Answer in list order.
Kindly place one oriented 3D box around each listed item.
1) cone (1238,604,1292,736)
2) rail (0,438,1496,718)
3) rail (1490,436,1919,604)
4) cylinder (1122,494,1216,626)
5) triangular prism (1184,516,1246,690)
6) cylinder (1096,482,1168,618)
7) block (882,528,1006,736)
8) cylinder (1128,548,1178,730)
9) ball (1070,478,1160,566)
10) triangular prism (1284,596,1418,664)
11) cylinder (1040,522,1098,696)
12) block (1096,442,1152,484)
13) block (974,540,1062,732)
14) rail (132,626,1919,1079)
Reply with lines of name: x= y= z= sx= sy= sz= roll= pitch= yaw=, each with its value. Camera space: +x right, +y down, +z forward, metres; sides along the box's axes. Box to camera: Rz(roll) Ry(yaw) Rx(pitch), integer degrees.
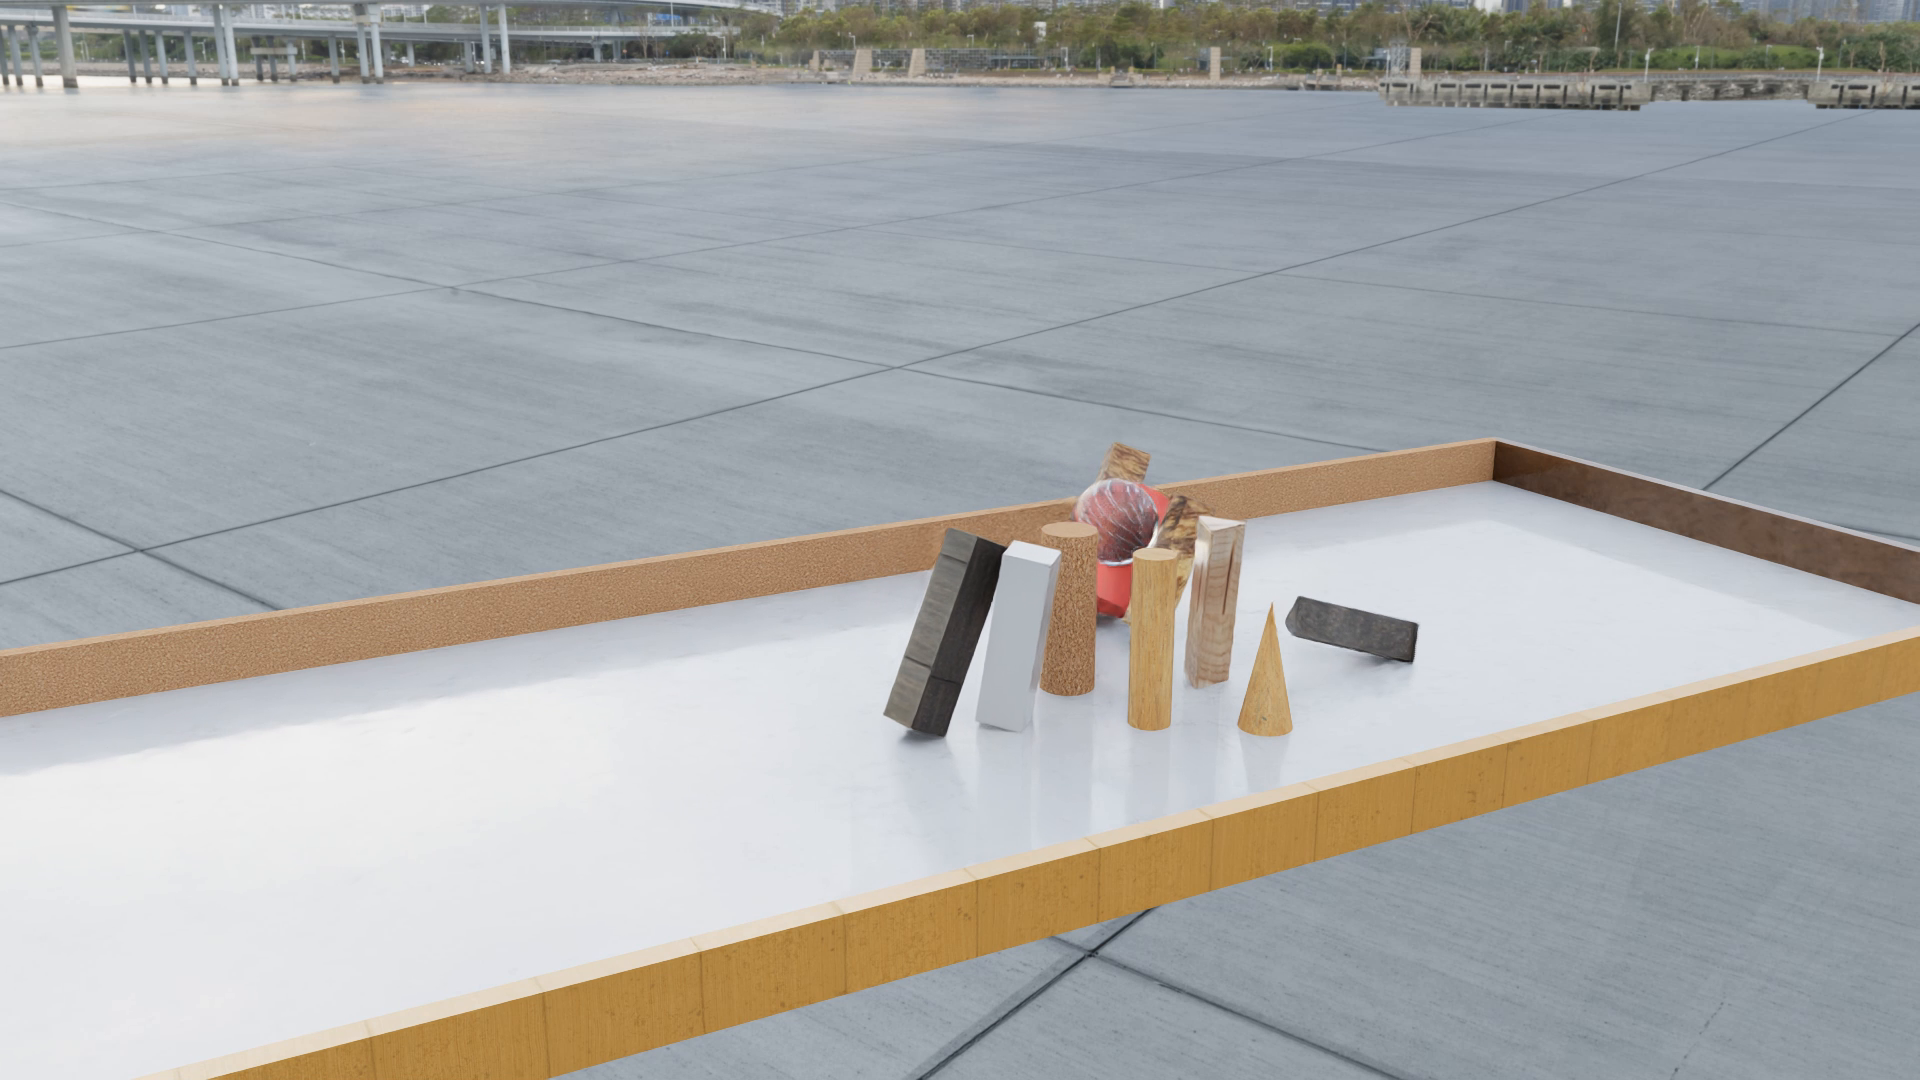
cone: x=0.716 y=0.288 z=3.828 sx=0.129 sy=0.309 sz=0.129 roll=0 pitch=16 yaw=0
rail: x=-3.305 y=0.497 z=3.399 sx=12.000 sy=0.150 sz=0.050 roll=-9 pitch=18 yaw=-27
rail: x=2.466 y=-0.048 z=5.253 sx=0.050 sy=0.150 sz=2.100 roll=-9 pitch=18 yaw=-27
cylinder: x=0.560 y=0.072 z=4.427 sx=0.123 sy=0.372 sz=0.123 roll=22 pitch=-2 yaw=1
triangular prism: x=0.610 y=0.150 z=4.093 sx=0.116 sy=0.417 sz=0.100 roll=-12 pitch=24 yaw=-36
cylinder: x=0.451 y=0.026 z=4.609 sx=0.159 sy=0.347 sz=0.159 roll=20 pitch=-15 yaw=6
block: x=-0.030 y=0.213 z=3.810 sx=0.108 sy=0.460 sz=0.108 roll=20 pitch=-1 yaw=-41
cylinder: x=0.446 y=0.231 z=3.833 sx=0.102 sy=0.415 sz=0.102 roll=0 pitch=16 yaw=0
ball: x=0.416 y=-0.048 z=4.429 sx=0.236 sy=0.236 sz=0.236 roll=0 pitch=16 yaw=0
triangular prism: x=1.022 y=0.224 z=4.286 sx=0.325 sy=0.093 sz=0.107 roll=13 pitch=16 yaw=-5
cylinder: x=0.267 y=0.169 z=4.060 sx=0.138 sy=0.405 sz=0.138 roll=0 pitch=16 yaw=0
block: x=0.425 y=-0.057 z=4.771 sx=0.113 sy=0.429 sz=0.113 roll=20 pitch=-15 yaw=-5
block: x=0.134 y=0.224 z=3.828 sx=0.114 sy=0.418 sz=0.114 roll=13 pitch=19 yaw=12
rail: x=-2.336 y=1.006 z=1.665 sx=12.000 sy=0.150 sz=0.050 roll=-9 pitch=18 yaw=-27
